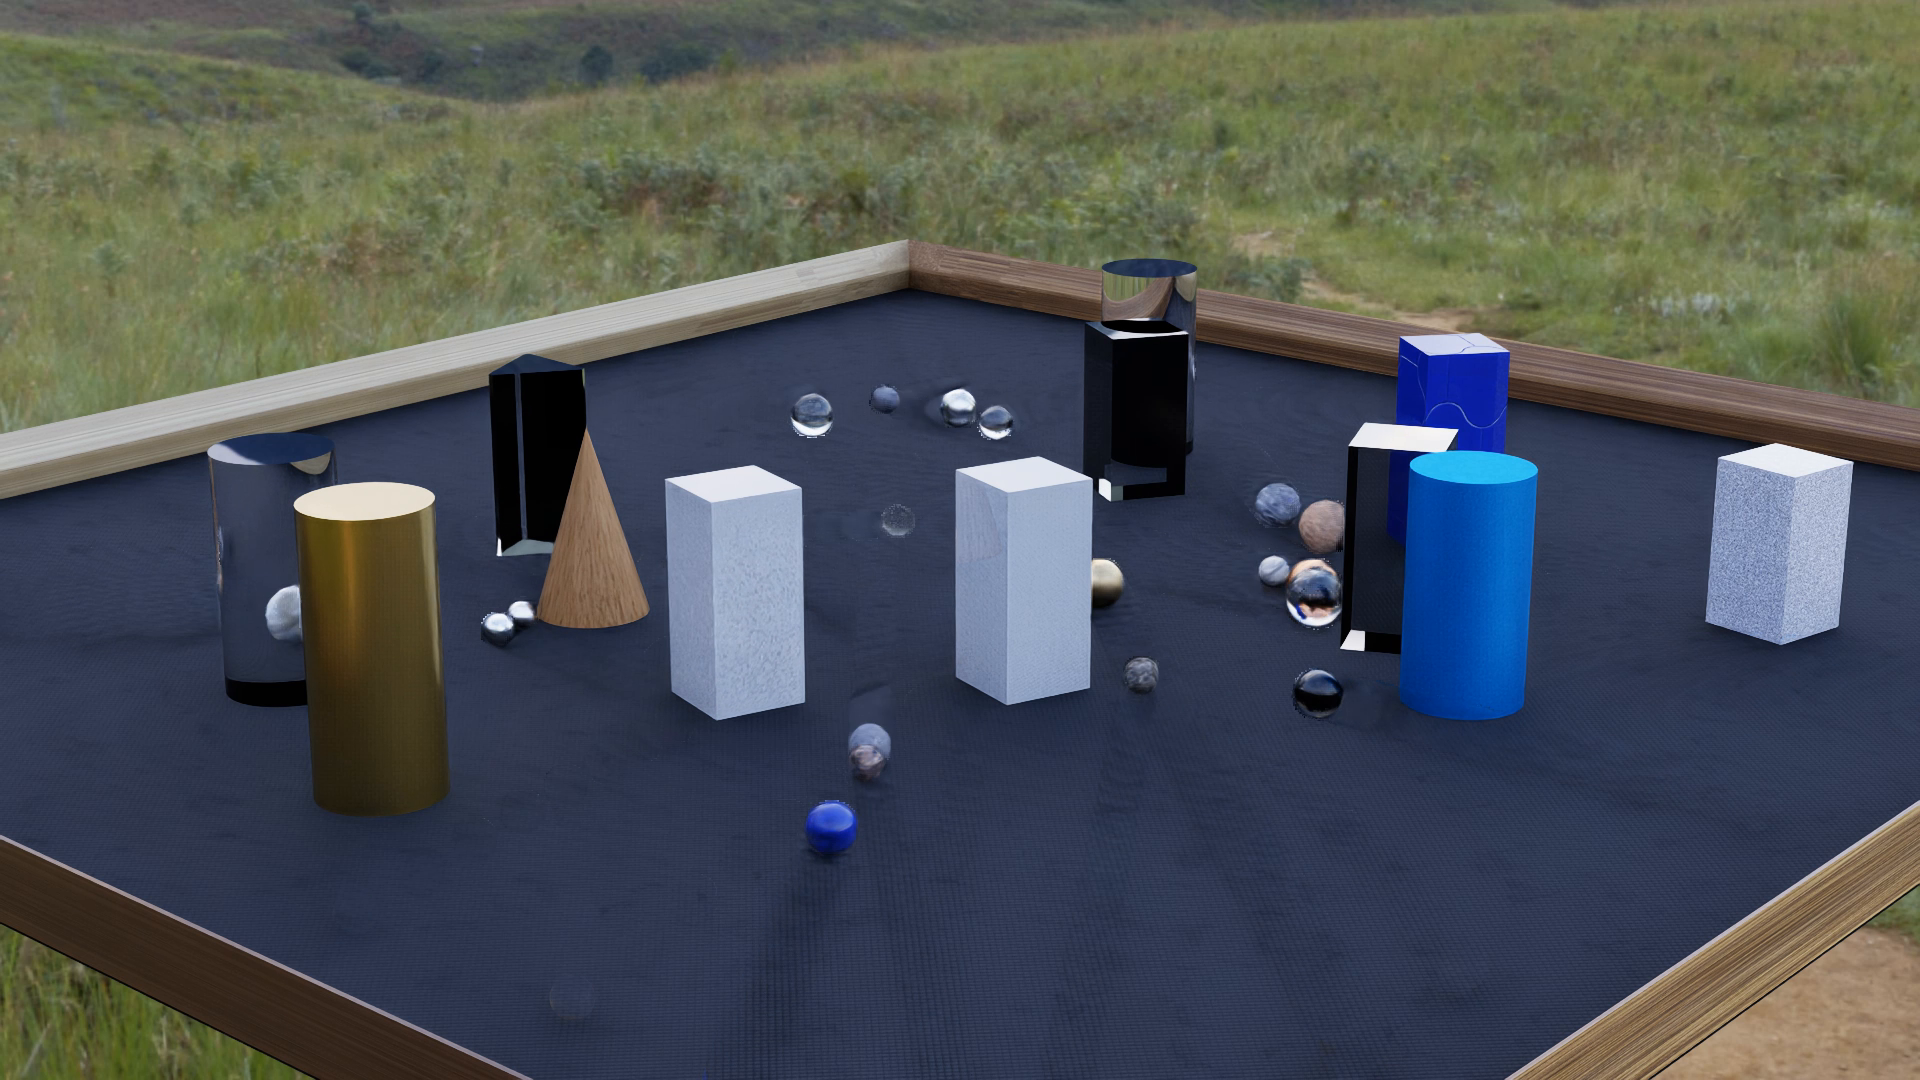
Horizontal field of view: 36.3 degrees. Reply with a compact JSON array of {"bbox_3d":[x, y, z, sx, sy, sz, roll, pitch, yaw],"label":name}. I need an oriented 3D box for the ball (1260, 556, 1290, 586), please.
[{"bbox_3d":[0.554,0.055,5.174,0.053,0.053,0.053,0,17,0],"label":"ball"}]

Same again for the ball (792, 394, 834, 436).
[{"bbox_3d":[-0.310,-0.263,6.166,0.089,0.089,0.089,0,17,0],"label":"ball"}]

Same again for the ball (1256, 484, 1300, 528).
[{"bbox_3d":[0.598,-0.065,5.519,0.084,0.084,0.084,0,17,0],"label":"ball"}]

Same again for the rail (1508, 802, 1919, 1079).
[{"bbox_3d":[1.344,0.369,4.003,0.045,0.126,3.744,14,22,39],"label":"rail"}]

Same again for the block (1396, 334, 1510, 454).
[{"bbox_3d":[0.907,-0.186,5.434,0.156,0.363,0.156,-3,17,-11],"label":"block"}]

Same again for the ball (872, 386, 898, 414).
[{"bbox_3d":[-0.162,-0.303,6.350,0.059,0.059,0.059,0,17,0],"label":"ball"}]

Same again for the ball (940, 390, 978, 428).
[{"bbox_3d":[-0.003,-0.279,6.234,0.081,0.081,0.081,0,17,0],"label":"ball"}]

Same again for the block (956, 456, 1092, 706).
[{"bbox_3d":[0.100,0.062,4.642,0.156,0.346,0.156,-10,19,-30],"label":"block"}]

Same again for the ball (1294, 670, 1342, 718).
[{"bbox_3d":[0.553,0.237,4.530,0.075,0.075,0.075,0,17,0],"label":"ball"}]

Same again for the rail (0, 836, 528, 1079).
[{"bbox_3d":[-1.212,0.435,3.784,3.608,0.126,0.045,14,22,39],"label":"rail"}]

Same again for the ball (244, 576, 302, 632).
[{"bbox_3d":[-1.154,0.107,4.924,0.097,0.097,0.097,0,17,0],"label":"ball"}]

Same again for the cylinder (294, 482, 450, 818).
[{"bbox_3d":[-0.835,0.155,4.177,0.194,0.438,0.194,0,17,0],"label":"cylinder"}]

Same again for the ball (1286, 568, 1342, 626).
[{"bbox_3d":[0.589,0.095,4.862,0.097,0.097,0.097,0,17,0],"label":"ball"}]

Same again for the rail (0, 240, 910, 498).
[{"bbox_3d":[-1.344,-0.305,6.238,0.045,0.126,3.744,14,22,39],"label":"rail"}]

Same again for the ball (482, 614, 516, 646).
[{"bbox_3d":[-0.764,0.149,4.858,0.055,0.055,0.055,0,17,0],"label":"ball"}]

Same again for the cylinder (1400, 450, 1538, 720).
[{"bbox_3d":[0.790,0.069,4.564,0.194,0.378,0.194,0,17,0],"label":"cylinder"}]

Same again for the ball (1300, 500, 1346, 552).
[{"bbox_3d":[0.669,-0.025,5.361,0.097,0.097,0.097,0,17,0],"label":"ball"}]

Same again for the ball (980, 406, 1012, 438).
[{"bbox_3d":[0.076,-0.247,6.146,0.069,0.069,0.069,0,17,0],"label":"ball"}]

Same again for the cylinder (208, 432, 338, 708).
[{"bbox_3d":[-1.071,0.045,4.617,0.194,0.393,0.194,0,17,0],"label":"cylinder"}]

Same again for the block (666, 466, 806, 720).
[{"bbox_3d":[-0.350,0.080,4.576,0.156,0.350,0.156,-10,20,-30],"label":"block"}]

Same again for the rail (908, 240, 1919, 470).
[{"bbox_3d":[1.212,-0.371,6.456,3.608,0.126,0.045,14,22,39],"label":"rail"}]

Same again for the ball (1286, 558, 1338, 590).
[{"bbox_3d":[0.605,0.078,5.029,0.092,0.092,0.092,0,17,0],"label":"ball"}]

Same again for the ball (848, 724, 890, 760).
[{"bbox_3d":[-0.133,0.302,4.331,0.062,0.062,0.062,0,17,0],"label":"ball"}]

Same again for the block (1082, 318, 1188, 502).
[{"bbox_3d":[0.343,-0.258,5.743,0.156,0.322,0.156,-5,18,-17],"label":"block"}]

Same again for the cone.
[{"bbox_3d":[-0.631,-0.035,4.999,0.194,0.326,0.194,0,17,0],"label":"cone"}]

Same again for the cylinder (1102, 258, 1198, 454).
[{"bbox_3d":[0.386,-0.372,6.023,0.194,0.380,0.194,0,17,0],"label":"cylinder"}]

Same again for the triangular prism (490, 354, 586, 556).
[{"bbox_3d":[-0.779,-0.160,5.390,0.168,0.340,0.146,-4,17,-15],"label":"triangular prism"}]

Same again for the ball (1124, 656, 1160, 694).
[{"bbox_3d":[0.287,0.214,4.638,0.058,0.058,0.058,0,17,0],"label":"ball"}]

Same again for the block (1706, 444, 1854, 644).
[{"bbox_3d":[1.377,0.005,4.932,0.156,0.289,0.156,-13,21,-36],"label":"block"}]

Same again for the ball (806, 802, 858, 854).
[{"bbox_3d":[-0.176,0.395,4.014,0.072,0.072,0.072,0,17,0],"label":"ball"}]

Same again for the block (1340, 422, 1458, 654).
[{"bbox_3d":[0.727,-0.001,4.851,0.156,0.347,0.156,5,18,16],"label":"block"}]

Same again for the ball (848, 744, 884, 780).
[{"bbox_3d":[-0.137,0.325,4.278,0.053,0.053,0.053,0,17,0],"label":"ball"}]

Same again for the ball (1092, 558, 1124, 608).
[{"bbox_3d":[0.240,0.075,5.051,0.086,0.086,0.086,0,17,0],"label":"ball"}]

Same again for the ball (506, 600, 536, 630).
[{"bbox_3d":[-0.739,0.127,4.939,0.050,0.050,0.050,0,17,0],"label":"ball"}]

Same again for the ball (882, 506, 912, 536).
[{"bbox_3d":[-0.116,-0.035,5.466,0.056,0.056,0.056,0,17,0],"label":"ball"}]
